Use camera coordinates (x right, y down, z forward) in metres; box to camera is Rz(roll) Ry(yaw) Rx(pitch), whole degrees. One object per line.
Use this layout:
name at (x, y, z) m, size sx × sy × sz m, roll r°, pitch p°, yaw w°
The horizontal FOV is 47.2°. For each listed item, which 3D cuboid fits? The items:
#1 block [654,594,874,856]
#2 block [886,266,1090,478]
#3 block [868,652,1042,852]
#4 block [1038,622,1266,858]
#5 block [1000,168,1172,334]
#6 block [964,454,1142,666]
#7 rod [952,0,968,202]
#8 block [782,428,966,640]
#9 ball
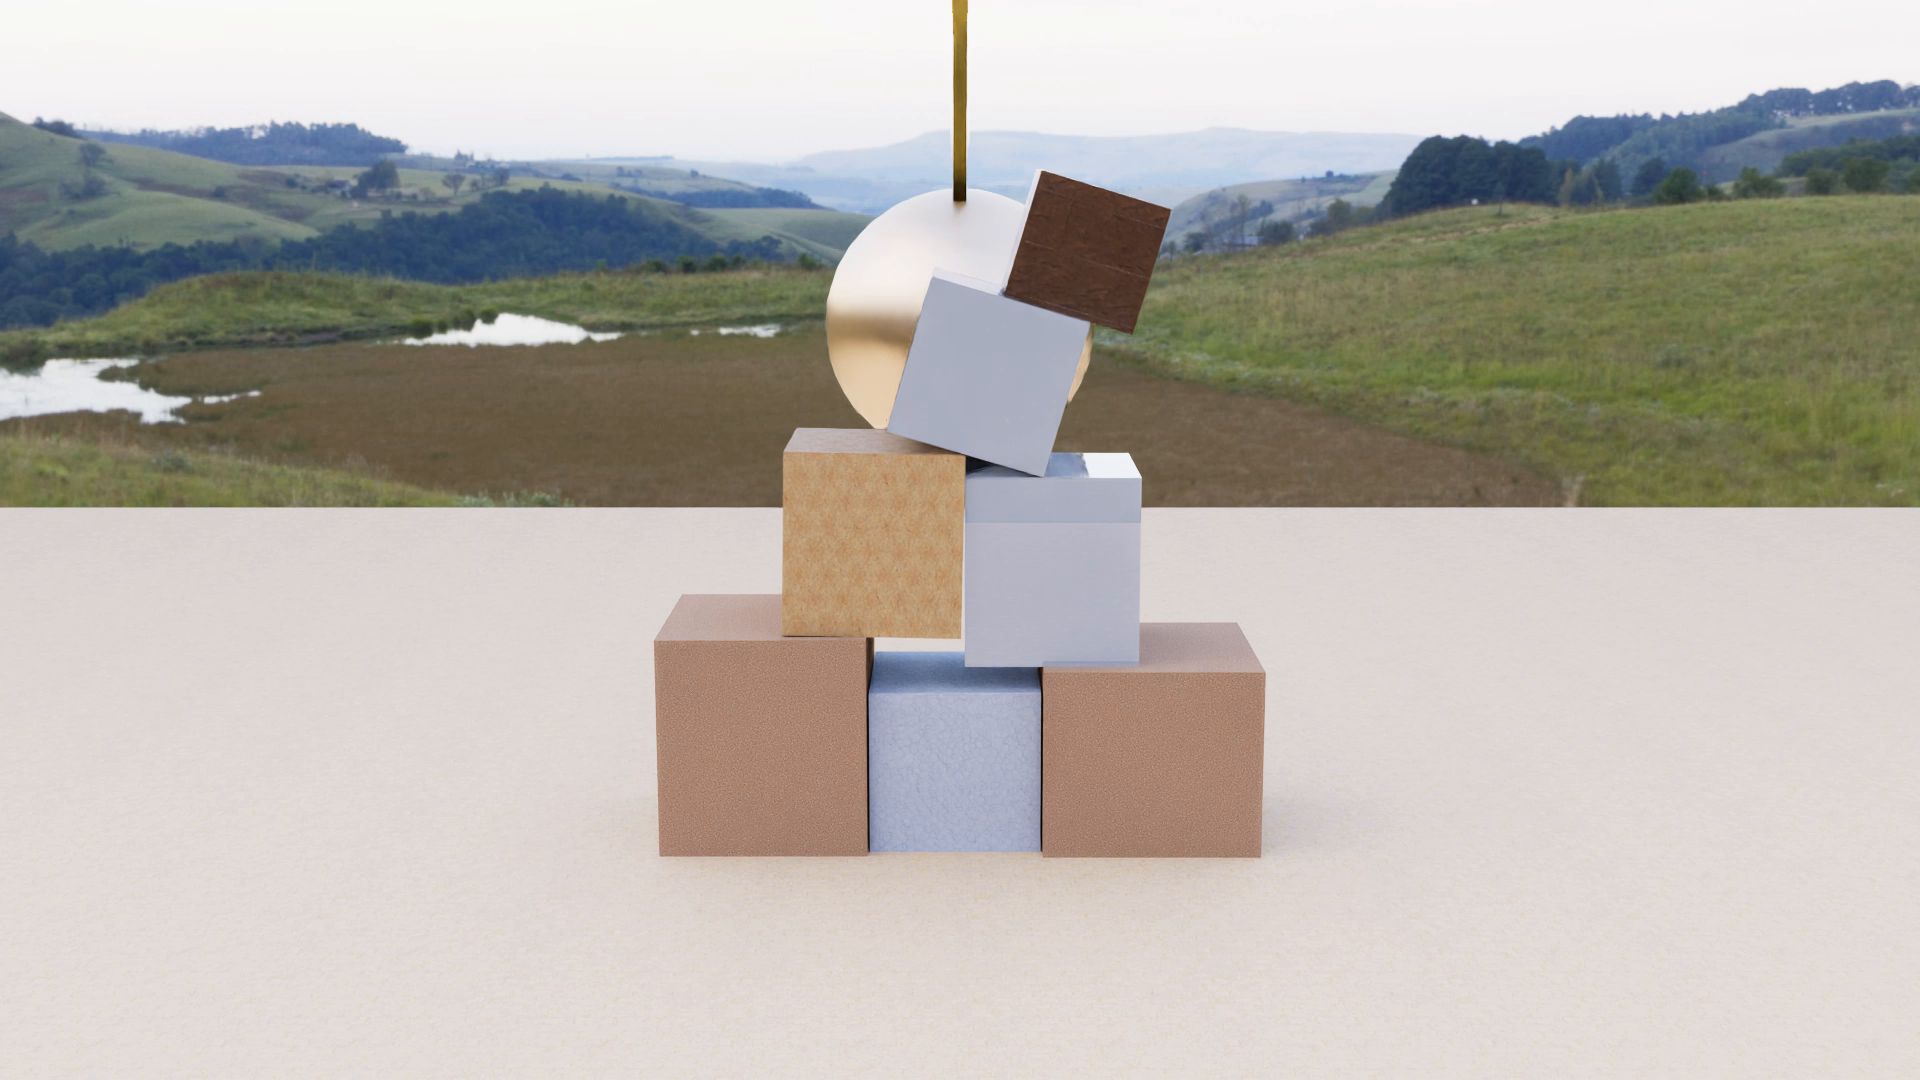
block at (-0.977, 0.932, 11.369) m, size 1.032 × 1.099 × 1.114 m, roll 0°, pitch 10°, yaw 0°
block at (0.135, -0.862, 11.039) m, size 0.794 × 0.780 × 0.896 m, roll 16°, pitch 10°, yaw -3°
block at (-0.025, 1.077, 11.364) m, size 0.852 × 0.815 × 0.911 m, roll 0°, pitch 10°, yaw 0°
block at (0.952, 1.009, 11.375) m, size 1.082 × 0.944 × 1.133 m, roll 0°, pitch 10°, yaw 0°
block at (0.613, -1.444, 10.927) m, size 0.653 × 0.628 × 0.688 m, roll 16°, pitch 10°, yaw -3°
block at (0.453, 0.085, 11.185) m, size 0.859 × 0.943 × 0.852 m, roll 0°, pitch 10°, yaw 0°
rod at (0.000, -4.205, 11.329) m, size 0.080 × 5.200 × 0.080 m, roll 0°, pitch 31°, yaw 0°
block at (-0.424, -0.051, 11.161) m, size 0.881 × 0.909 × 0.908 m, roll 1°, pitch 10°, yaw 0°
ball at (0.000, -1.276, 13.057) m, size 1.600 × 1.600 × 1.600 m, roll 0°, pitch 10°, yaw 0°
